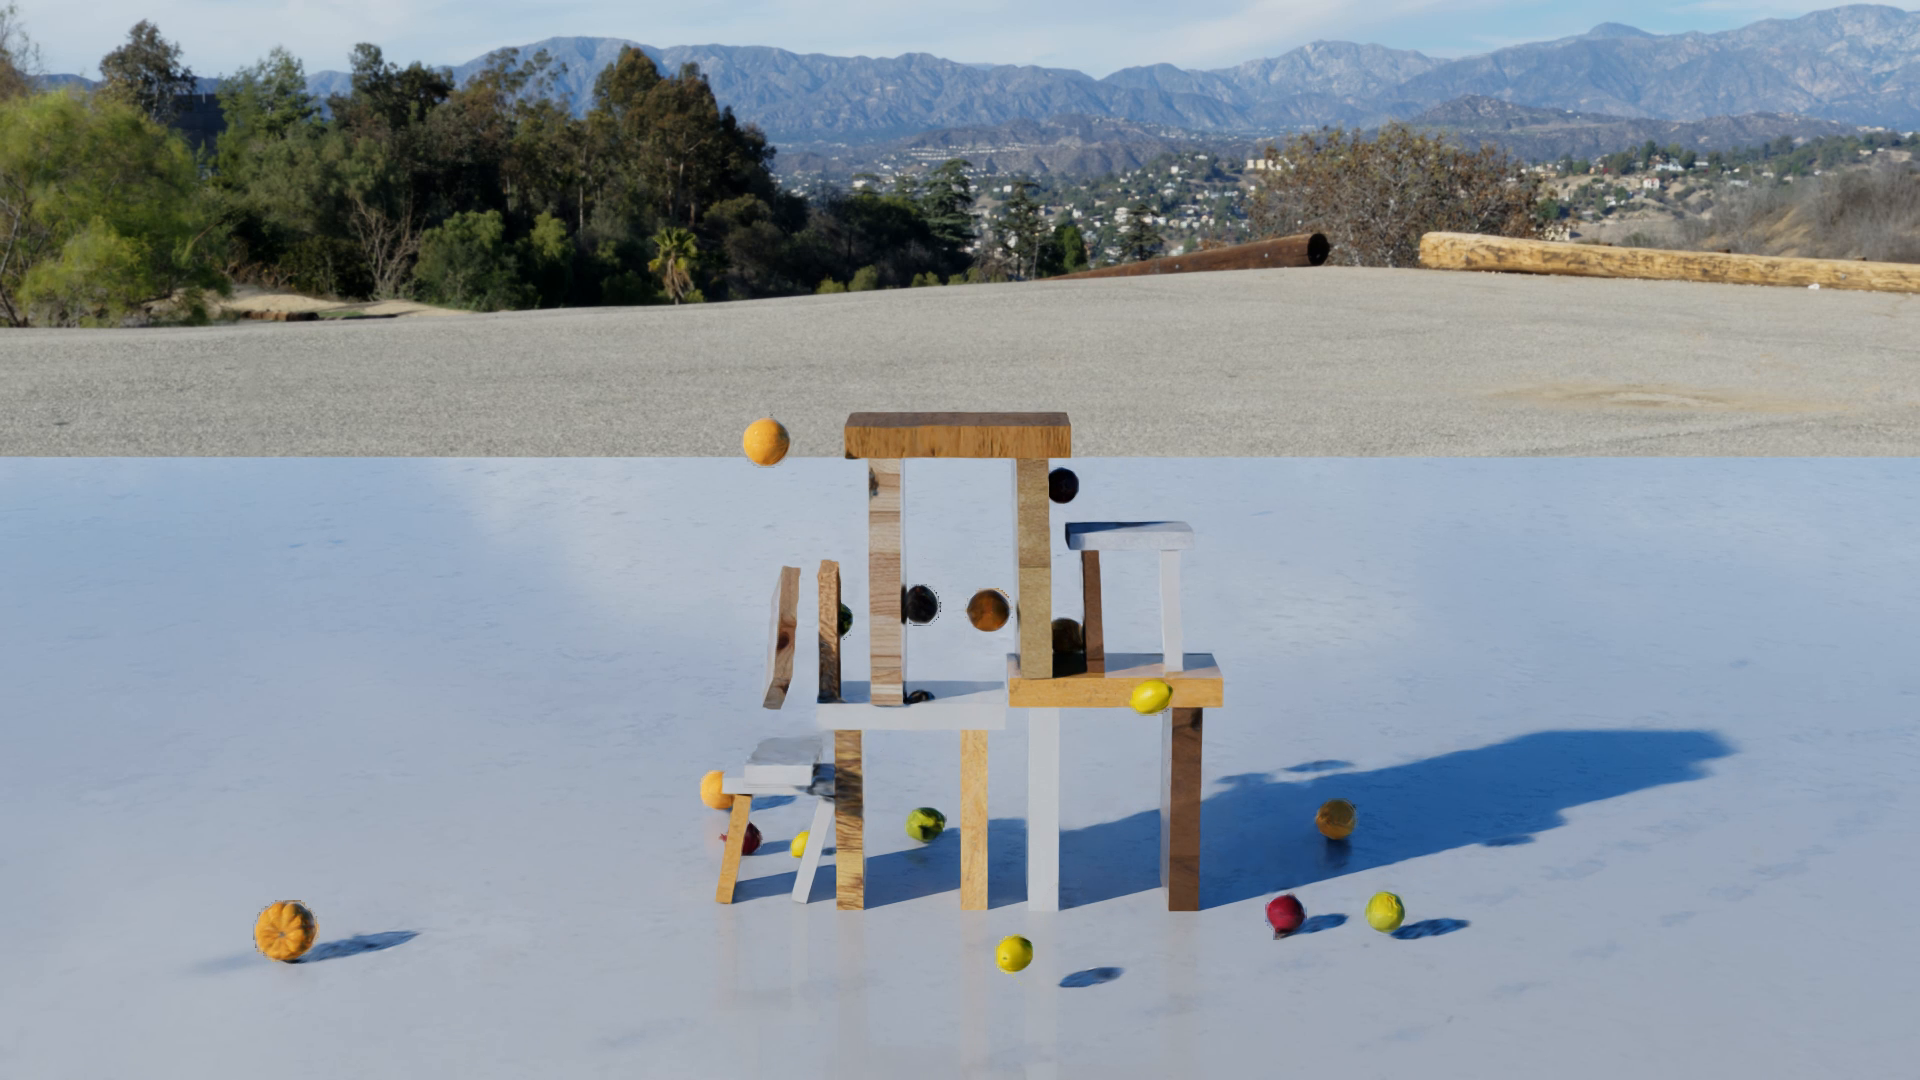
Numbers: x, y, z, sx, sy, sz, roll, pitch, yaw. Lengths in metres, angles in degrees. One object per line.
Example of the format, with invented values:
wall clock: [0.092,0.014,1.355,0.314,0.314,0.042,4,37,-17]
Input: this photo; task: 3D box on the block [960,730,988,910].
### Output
block: [0.023,0.441,3.639,0.043,0.304,0.152,0,11,0]

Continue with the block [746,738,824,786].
block: [-0.285,0.360,3.596,0.104,0.029,0.343,1,2,-1]

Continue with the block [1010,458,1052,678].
block: [0.116,0.030,3.564,0.050,0.355,0.177,-2,11,-1]

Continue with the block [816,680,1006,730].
block: [-0.079,0.270,3.607,0.304,0.043,0.152,0,11,0]

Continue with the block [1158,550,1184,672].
block: [0.343,0.105,3.586,0.028,0.200,0.100,-3,10,3]

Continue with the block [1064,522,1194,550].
block: [0.273,-0.007,3.560,0.200,0.028,0.100,0,11,-2]

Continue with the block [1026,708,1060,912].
block: [0.136,0.421,3.639,0.049,0.343,0.171,0,11,0]

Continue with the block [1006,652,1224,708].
block: [0.250,0.229,3.603,0.343,0.049,0.171,0,11,0]

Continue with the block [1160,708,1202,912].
block: [0.365,0.421,3.639,0.049,0.343,0.171,0,11,0]

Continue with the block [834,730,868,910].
block: [-0.180,0.441,3.639,0.043,0.304,0.152,0,11,0]

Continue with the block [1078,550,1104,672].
block: [0.214,0.106,3.578,0.028,0.200,0.100,-3,11,1]

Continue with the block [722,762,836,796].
block: [-0.295,0.394,3.630,0.186,0.026,0.093,1,11,0]

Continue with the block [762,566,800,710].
block: [-0.288,0.158,3.552,0.029,0.208,0.104,9,-34,-11]

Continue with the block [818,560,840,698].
block: [-0.213,0.145,3.591,0.029,0.208,0.104,0,11,0]

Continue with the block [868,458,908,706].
block: [-0.117,0.052,3.570,0.050,0.399,0.177,0,11,1]

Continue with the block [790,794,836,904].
block: [-0.240,0.499,3.648,0.026,0.186,0.093,16,10,-3]

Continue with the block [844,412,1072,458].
block: [-0.003,-0.169,3.529,0.355,0.050,0.177,0,11,1]

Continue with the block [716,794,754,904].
block: [-0.372,0.498,3.648,0.026,0.186,0.093,11,10,-2]
